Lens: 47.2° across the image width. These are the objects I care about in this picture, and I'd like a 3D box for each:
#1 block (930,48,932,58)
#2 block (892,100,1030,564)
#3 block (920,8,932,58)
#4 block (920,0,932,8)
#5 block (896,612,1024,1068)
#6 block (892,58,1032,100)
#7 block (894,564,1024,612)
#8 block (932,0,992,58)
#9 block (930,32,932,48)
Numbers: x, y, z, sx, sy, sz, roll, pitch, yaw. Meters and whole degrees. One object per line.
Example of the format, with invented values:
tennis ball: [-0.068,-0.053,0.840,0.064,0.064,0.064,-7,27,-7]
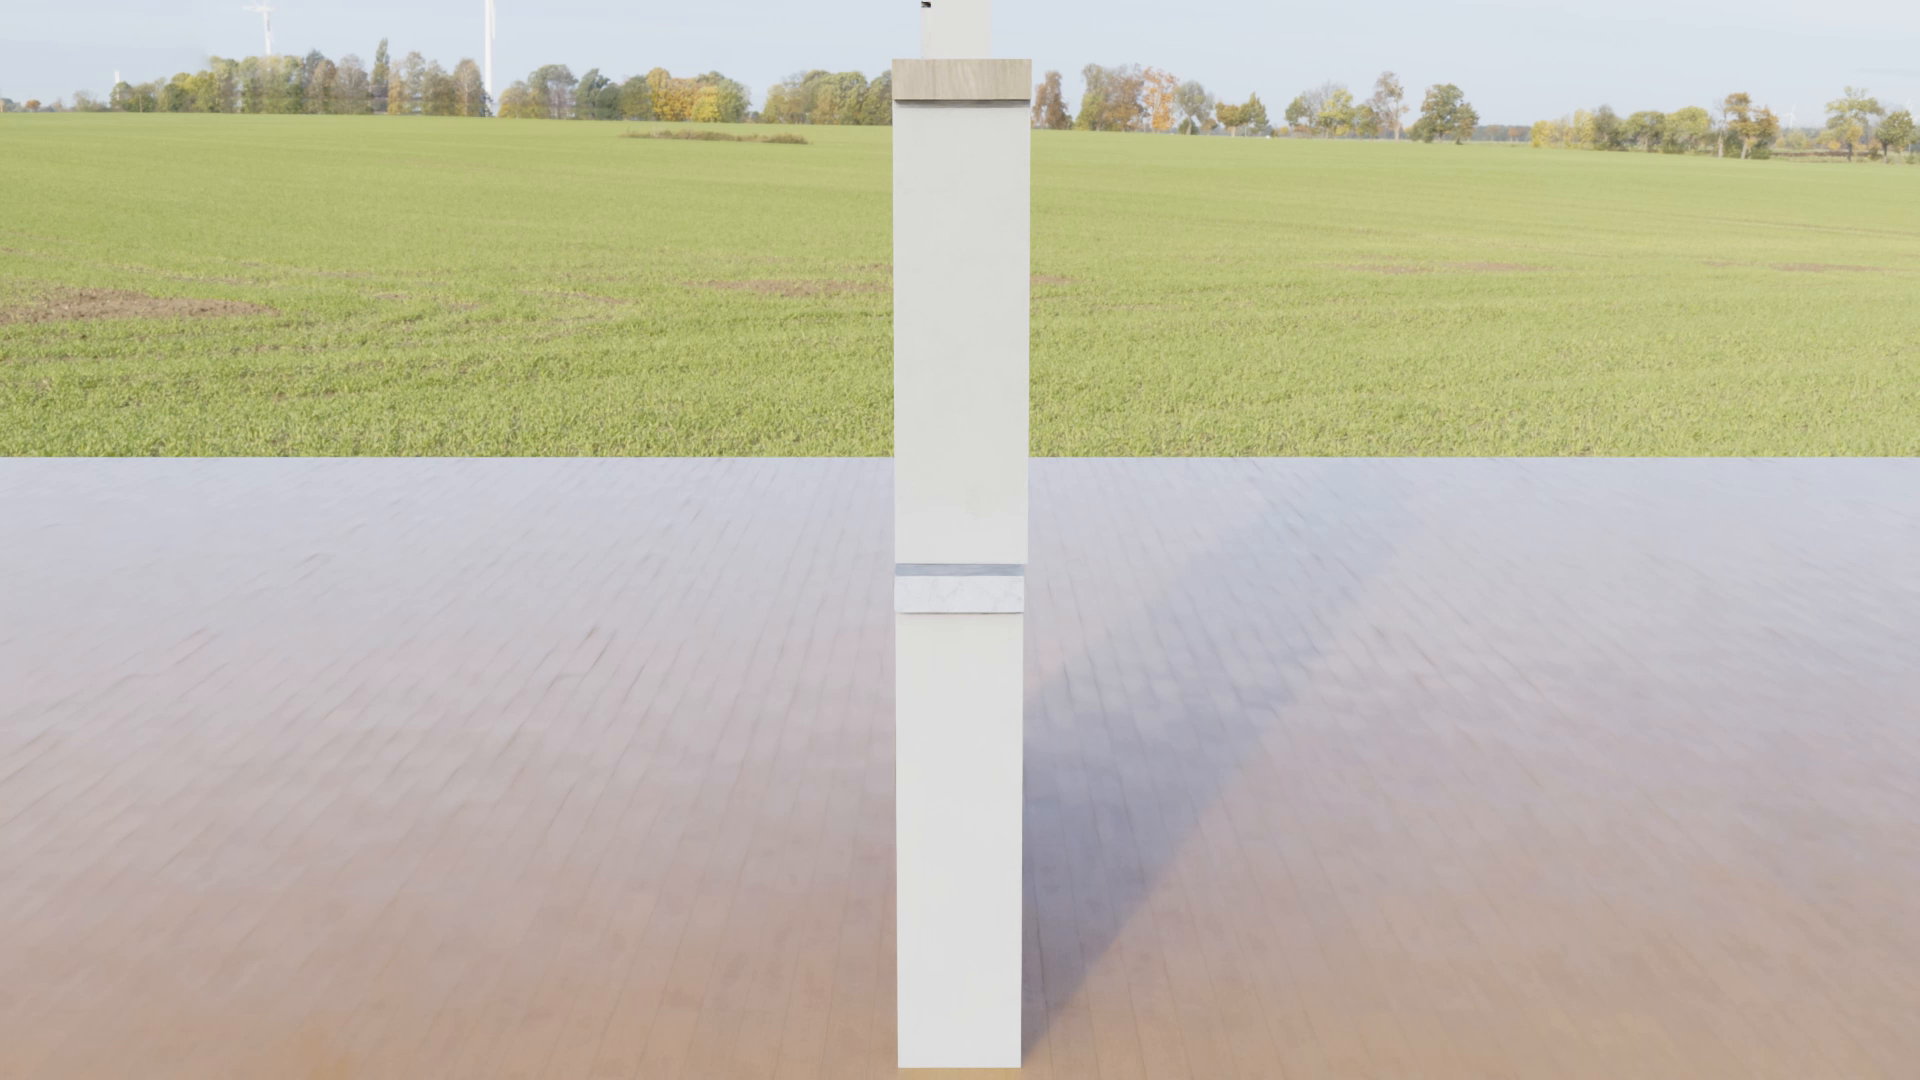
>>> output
block: [-0.009,-0.708,3.514,0.077,0.154,0.022,0,10,-1]
block: [0.002,-0.269,2.879,0.176,0.603,0.050,0,11,0]
block: [-0.010,-0.780,3.687,0.109,0.219,0.031,0,8,0]
block: [-0.011,-0.904,3.744,0.109,0.031,0.219,0,-1,0]
block: [-0.001,0.398,2.952,0.167,0.640,0.047,0,11,0]
block: [0.002,-0.611,2.935,0.176,0.050,0.352,0,10,0]
block: [-0.001,0.039,2.998,0.167,0.047,0.334,0,11,0]
block: [0.002,-0.732,3.007,0.081,0.162,0.023,0,10,0]
block: [-0.011,-0.805,3.549,0.077,0.022,0.154,0,11,-1]
